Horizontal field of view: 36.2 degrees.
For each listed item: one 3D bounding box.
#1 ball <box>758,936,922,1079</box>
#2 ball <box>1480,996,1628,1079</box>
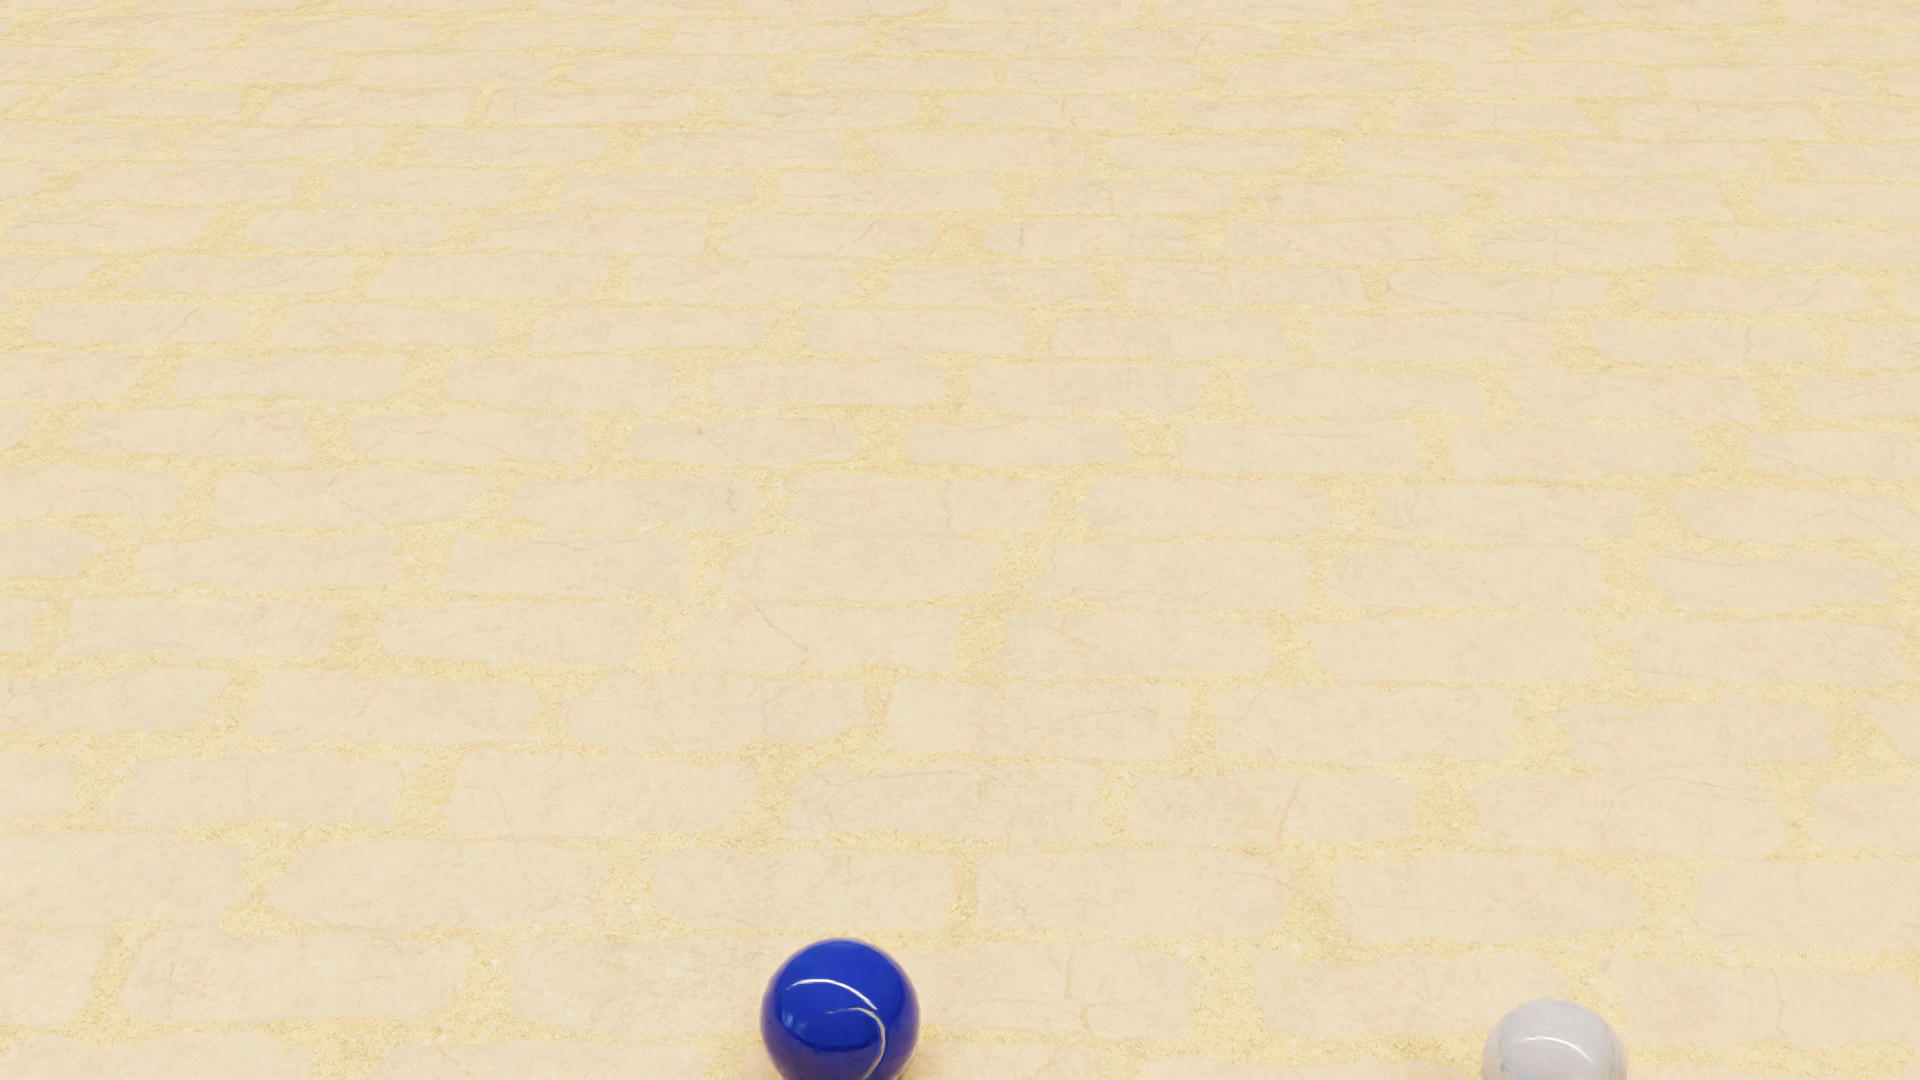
[{"bbox_3d":[-0.051,0.205,1.259,0.070,0.070,0.070,0,31,0],"label":"ball"},{"bbox_3d":[0.250,0.223,1.238,0.061,0.061,0.061,0,31,0],"label":"ball"}]
